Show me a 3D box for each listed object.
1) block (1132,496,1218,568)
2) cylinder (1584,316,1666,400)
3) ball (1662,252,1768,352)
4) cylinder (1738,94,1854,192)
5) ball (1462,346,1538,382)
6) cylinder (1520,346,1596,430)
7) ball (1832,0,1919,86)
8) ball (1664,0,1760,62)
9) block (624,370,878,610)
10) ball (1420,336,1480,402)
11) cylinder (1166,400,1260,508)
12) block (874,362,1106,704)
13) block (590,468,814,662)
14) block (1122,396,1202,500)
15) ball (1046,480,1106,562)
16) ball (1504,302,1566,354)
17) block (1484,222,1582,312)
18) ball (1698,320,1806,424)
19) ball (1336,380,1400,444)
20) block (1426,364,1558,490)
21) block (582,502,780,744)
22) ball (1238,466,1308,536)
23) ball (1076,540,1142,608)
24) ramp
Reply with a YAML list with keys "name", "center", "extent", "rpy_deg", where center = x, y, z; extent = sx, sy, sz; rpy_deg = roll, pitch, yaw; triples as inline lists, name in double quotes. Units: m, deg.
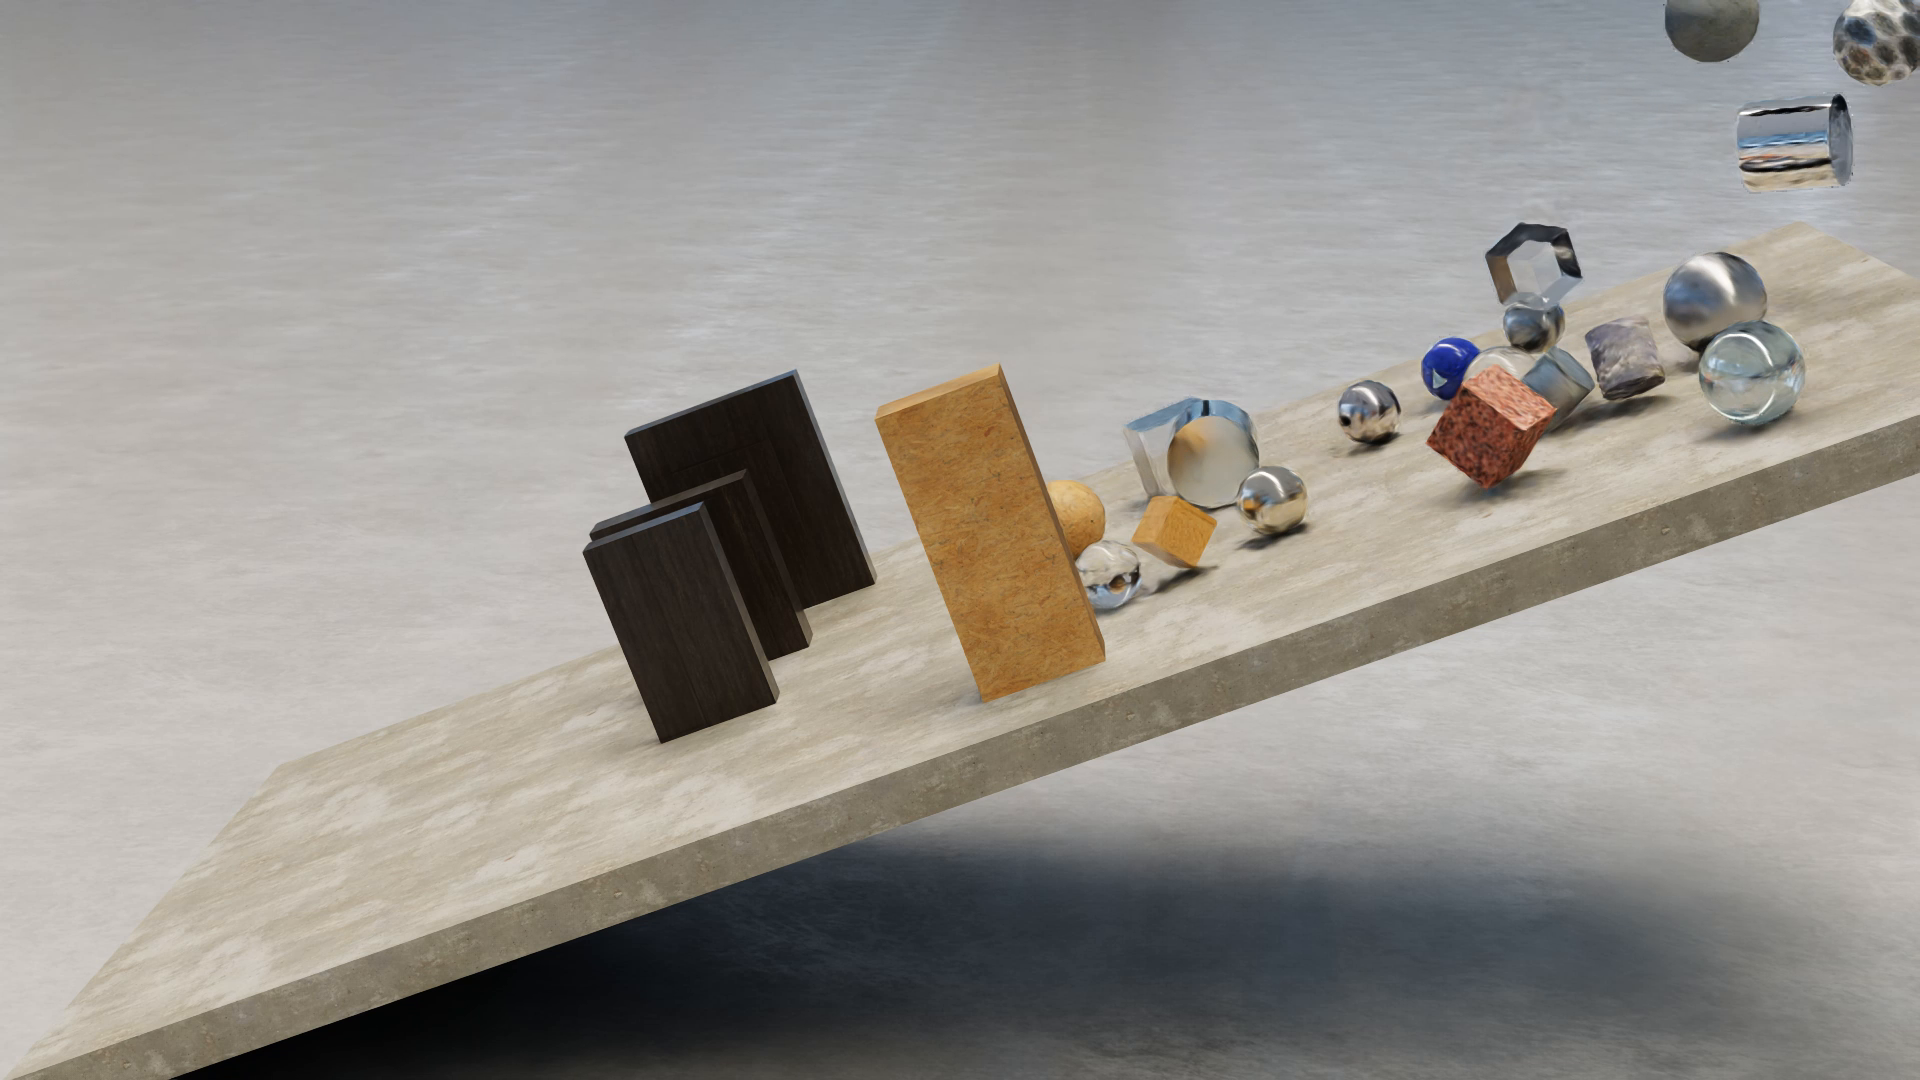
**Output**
- name: "block"
  center: [0.430, -0.016, 5.904]
  extent: [0.105, 0.105, 0.105]
  rpy_deg: [31, -11, -20]
- name: "cylinder"
  center: [1.334, -0.365, 5.900]
  extent: [0.128, 0.128, 0.128]
  rpy_deg: [-12, -15, -3]
- name: "ball"
  center: [1.549, -0.487, 6.039]
  extent: [0.209, 0.209, 0.209]
  rpy_deg: [0, 13, 0]
- name: "cylinder"
  center: [1.758, -0.835, 6.189]
  extent: [0.189, 0.189, 0.189]
  rpy_deg: [-1, 11, 32]
- name: "ball"
  center: [1.129, -0.318, 6.103]
  extent: [0.172, 0.172, 0.172]
  rpy_deg: [0, 13, 0]
- name: "cylinder"
  center: [1.197, -0.306, 5.942]
  extent: [0.120, 0.120, 0.120]
  rpy_deg: [31, 29, -19]
- name: "ball"
  center: [1.743, -0.949, 5.569]
  extent: [0.176, 0.176, 0.176]
  rpy_deg: [0, 13, 0]
- name: "ball"
  center: [1.424, -0.992, 5.569]
  extent: [0.175, 0.175, 0.175]
  rpy_deg: [0, 13, 0]
- name: "block"
  center: [-0.492, -0.078, 6.949]
  extent: [0.427, 0.533, 0.083]
  rpy_deg: [-20, 12, 7]
- name: "ball"
  center: [1.093, -0.378, 6.514]
  extent: [0.143, 0.143, 0.143]
  rpy_deg: [0, 13, 0]
- name: "cylinder"
  center: [0.555, -0.191, 6.444]
  extent: [0.202, 0.202, 0.202]
  rpy_deg: [1, 13, 5]
- name: "block"
  center: [0.060, -0.013, 5.551]
  extent: [0.244, 0.581, 0.132]
  rpy_deg: [-20, 12, 7]
- name: "block"
  center: [-0.577, 0.100, 6.592]
  extent: [0.366, 0.409, 0.110]
  rpy_deg: [-20, 12, 7]
- name: "block"
  center: [0.500, -0.201, 6.655]
  extent: [0.179, 0.179, 0.179]
  rpy_deg: [-23, 12, -9]
- name: "ball"
  center: [0.227, -0.041, 6.393]
  extent: [0.182, 0.182, 0.182]
  rpy_deg: [0, 13, 0]
- name: "ball"
  center: [1.196, -0.451, 6.124]
  extent: [0.128, 0.128, 0.128]
  rpy_deg: [0, 13, 0]
- name: "block"
  center: [1.183, -0.564, 6.065]
  extent: [0.124, 0.124, 0.124]
  rpy_deg: [-40, 32, -26]
- name: "ball"
  center: [1.459, -0.308, 5.418]
  extent: [0.191, 0.191, 0.191]
  rpy_deg: [0, 13, 0]
- name: "ball"
  center: [0.891, -0.277, 6.413]
  extent: [0.140, 0.140, 0.140]
  rpy_deg: [0, 13, 0]
- name: "block"
  center: [1.023, -0.219, 5.660]
  extent: [0.150, 0.150, 0.150]
  rpy_deg: [40, 37, 18]
- name: "block"
  center: [-0.583, 0.174, 6.177]
  extent: [0.262, 0.442, 0.085]
  rpy_deg: [-20, 12, 7]
- name: "ball"
  center: [0.633, -0.080, 5.950]
  extent: [0.144, 0.144, 0.144]
  rpy_deg: [0, 13, 0]
- name: "ball"
  center: [0.296, 0.067, 5.885]
  extent: [0.137, 0.137, 0.137]
  rpy_deg: [0, 13, 0]
- name: "ramp"
  center: [0.117, 0.176, 6.296]
  extent: [4.000, 0.100, 2.000]
  rpy_deg: [-20, 12, 7]
